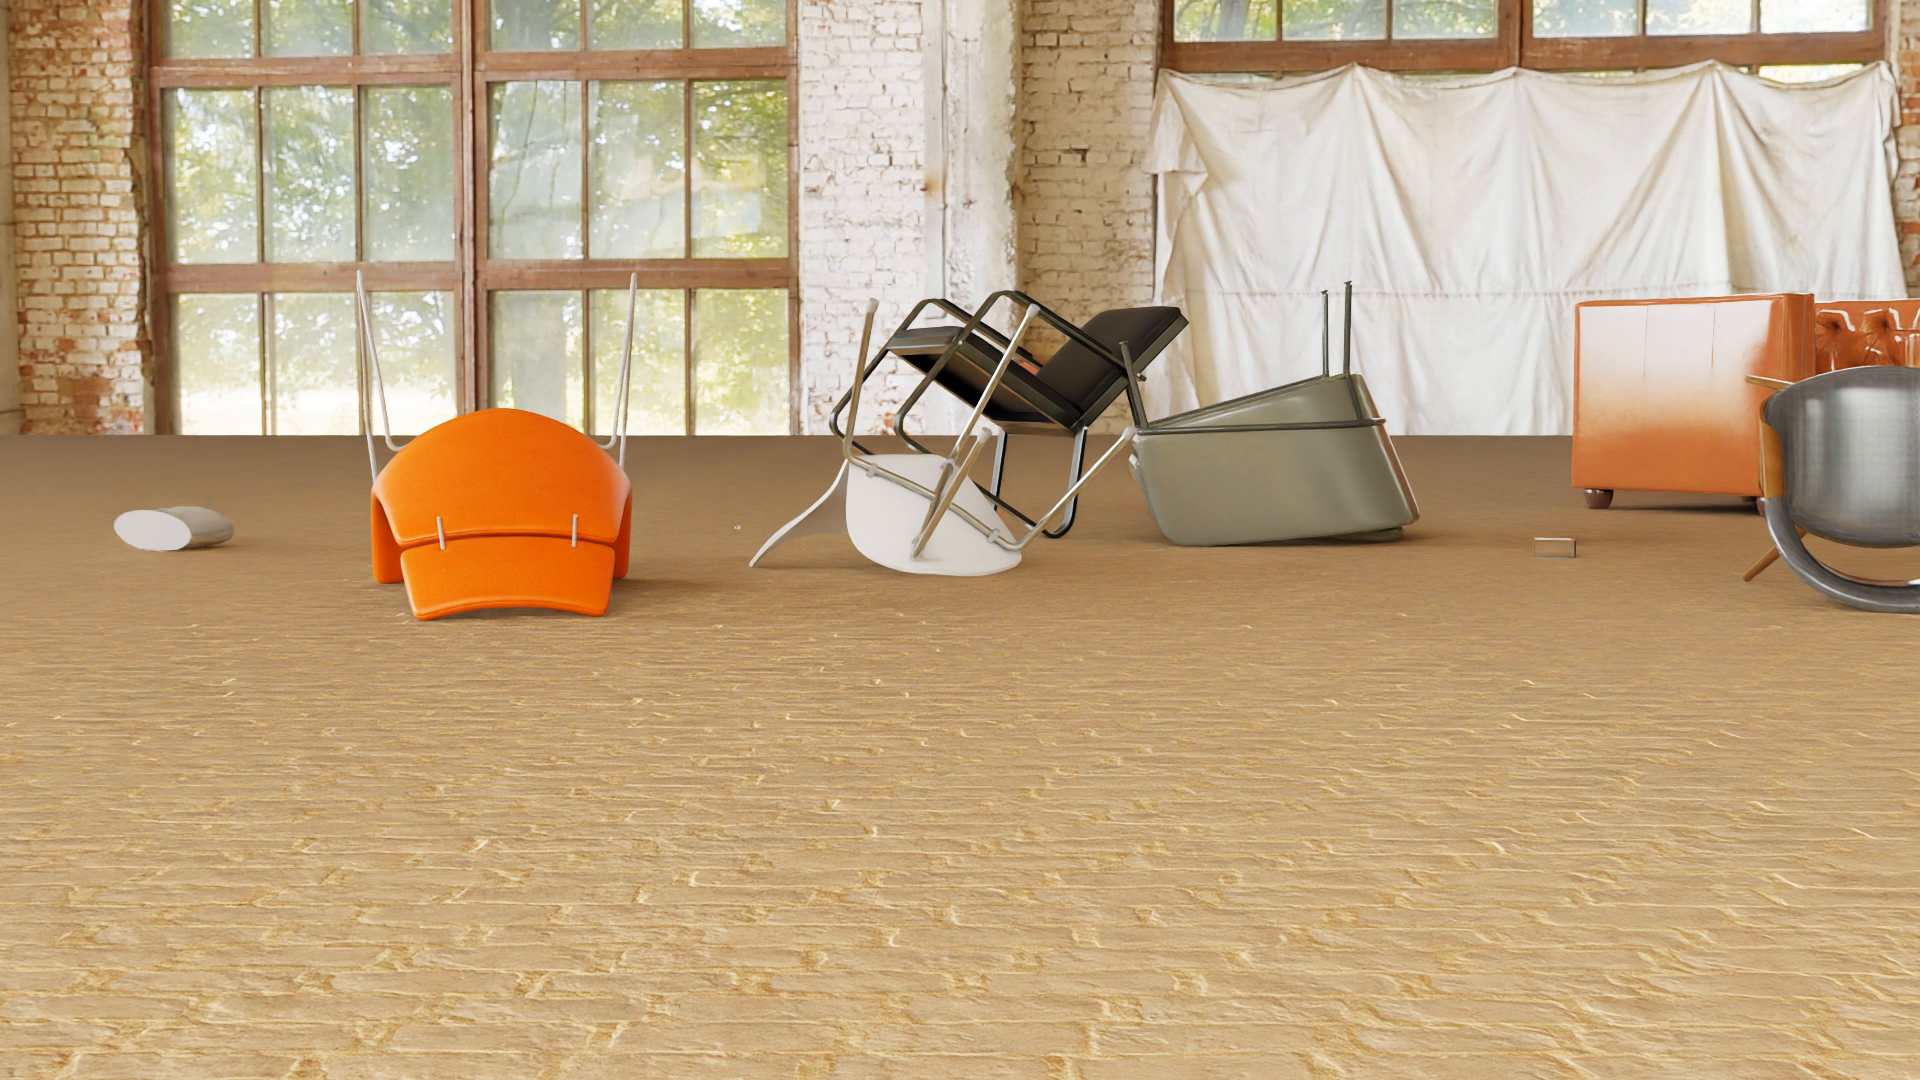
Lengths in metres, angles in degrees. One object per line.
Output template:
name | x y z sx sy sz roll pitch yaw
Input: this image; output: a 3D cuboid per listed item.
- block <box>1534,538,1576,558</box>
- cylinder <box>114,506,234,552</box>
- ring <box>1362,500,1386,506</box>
block | 1.589 0.022 5.876 0.104 0.049 0.086 1 4 12
cylinder | -2.214 -0.034 6.201 0.239 0.112 0.220 8 6 12
ring | 1.592 -0.143 8.453 0.091 0.025 0.102 0 3 -10
